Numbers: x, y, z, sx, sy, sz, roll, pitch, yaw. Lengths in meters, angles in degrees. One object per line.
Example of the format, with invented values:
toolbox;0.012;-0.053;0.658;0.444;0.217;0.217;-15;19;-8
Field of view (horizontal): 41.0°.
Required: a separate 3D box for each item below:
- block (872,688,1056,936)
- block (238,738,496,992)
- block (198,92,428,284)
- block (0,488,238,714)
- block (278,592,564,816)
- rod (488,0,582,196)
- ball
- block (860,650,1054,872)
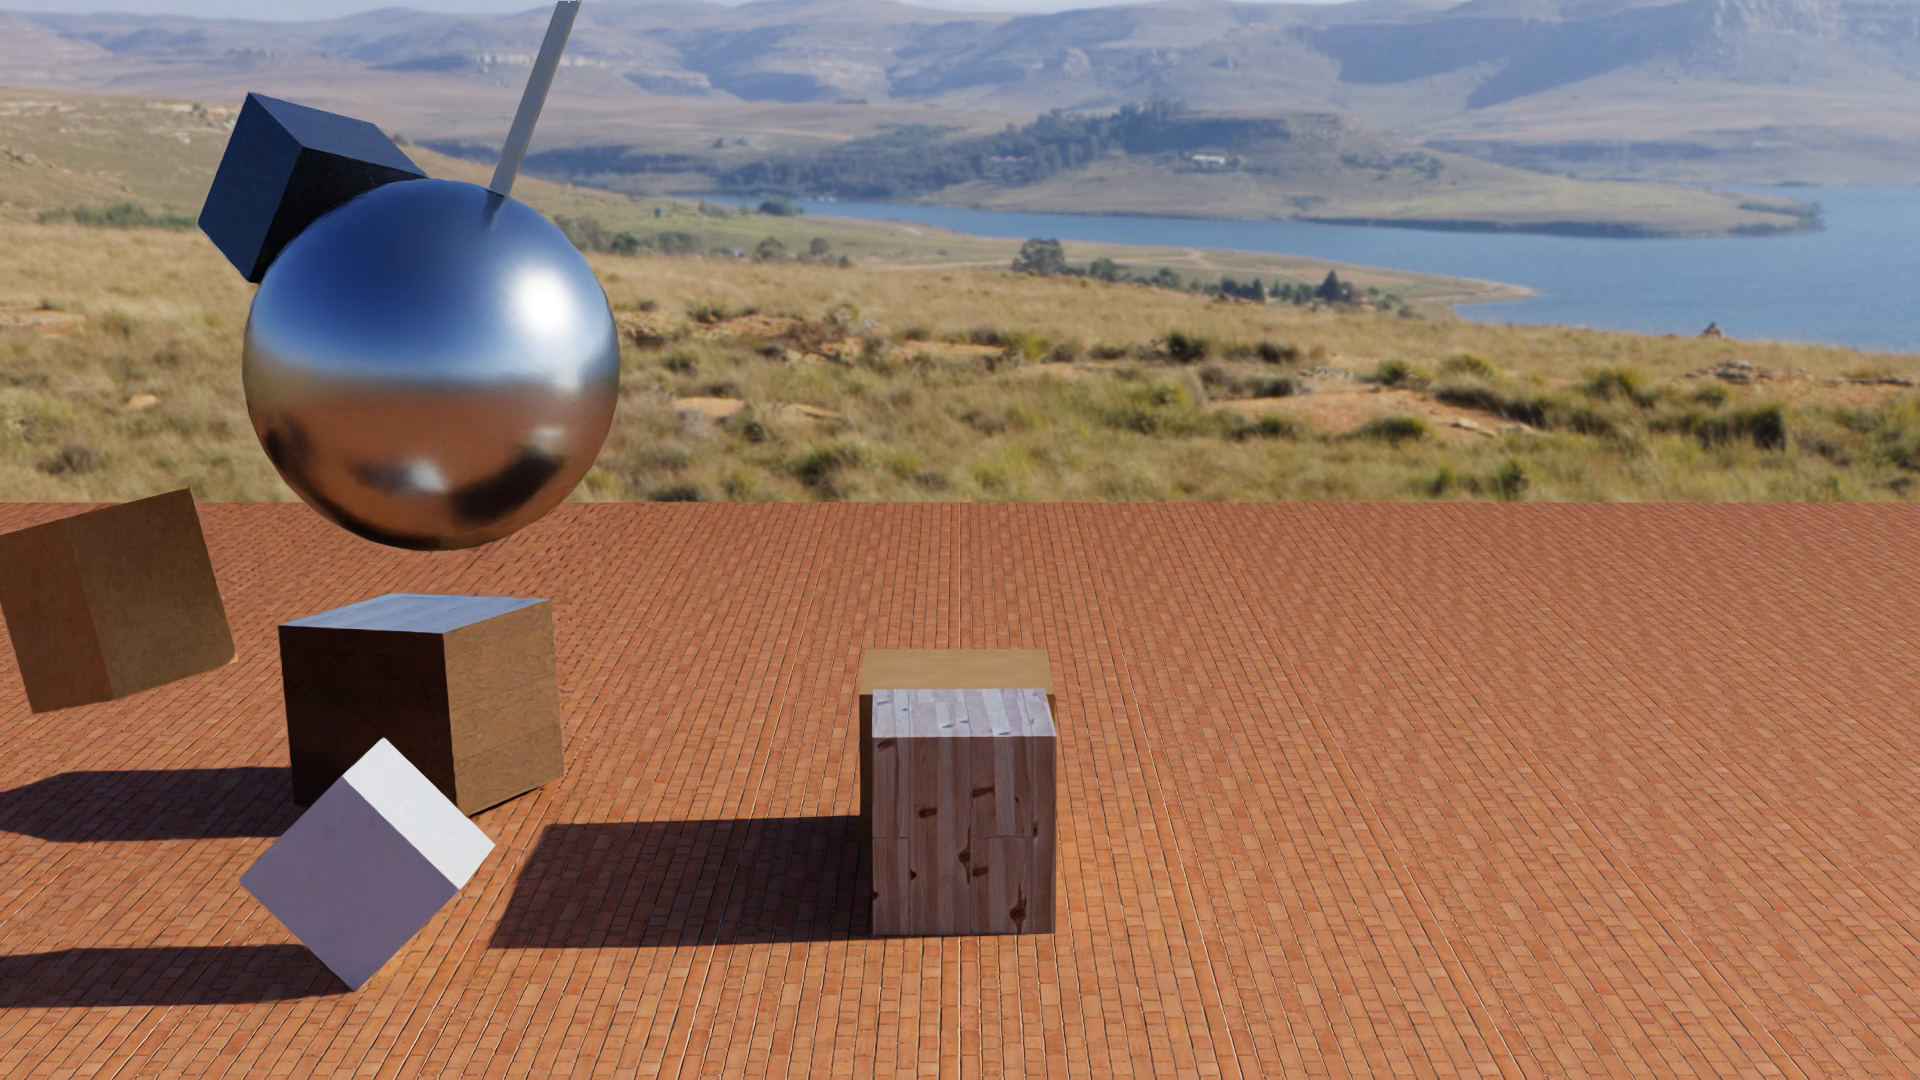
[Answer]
block;0.007;1.142;10.933;0.754;0.842;0.826;0;10;-2
block;-2.331;1.273;10.130;0.601;0.627;0.576;-44;5;10
block;-2.912;-1.526;11.531;0.646;0.662;0.569;8;25;-46
block;-3.796;0.273;11.474;0.687;0.809;0.641;-10;6;40
block;-2.624;0.792;12.558;0.977;0.895;0.869;1;10;26
rod;-0.981;-3.847;10.481;0.080;5.200;0.080;22;10;-4
ball;-2.264;-0.749;11.044;1.600;1.600;1.600;0;10;0
block;-0.015;0.999;11.796;0.861;0.814;0.902;0;10;0
